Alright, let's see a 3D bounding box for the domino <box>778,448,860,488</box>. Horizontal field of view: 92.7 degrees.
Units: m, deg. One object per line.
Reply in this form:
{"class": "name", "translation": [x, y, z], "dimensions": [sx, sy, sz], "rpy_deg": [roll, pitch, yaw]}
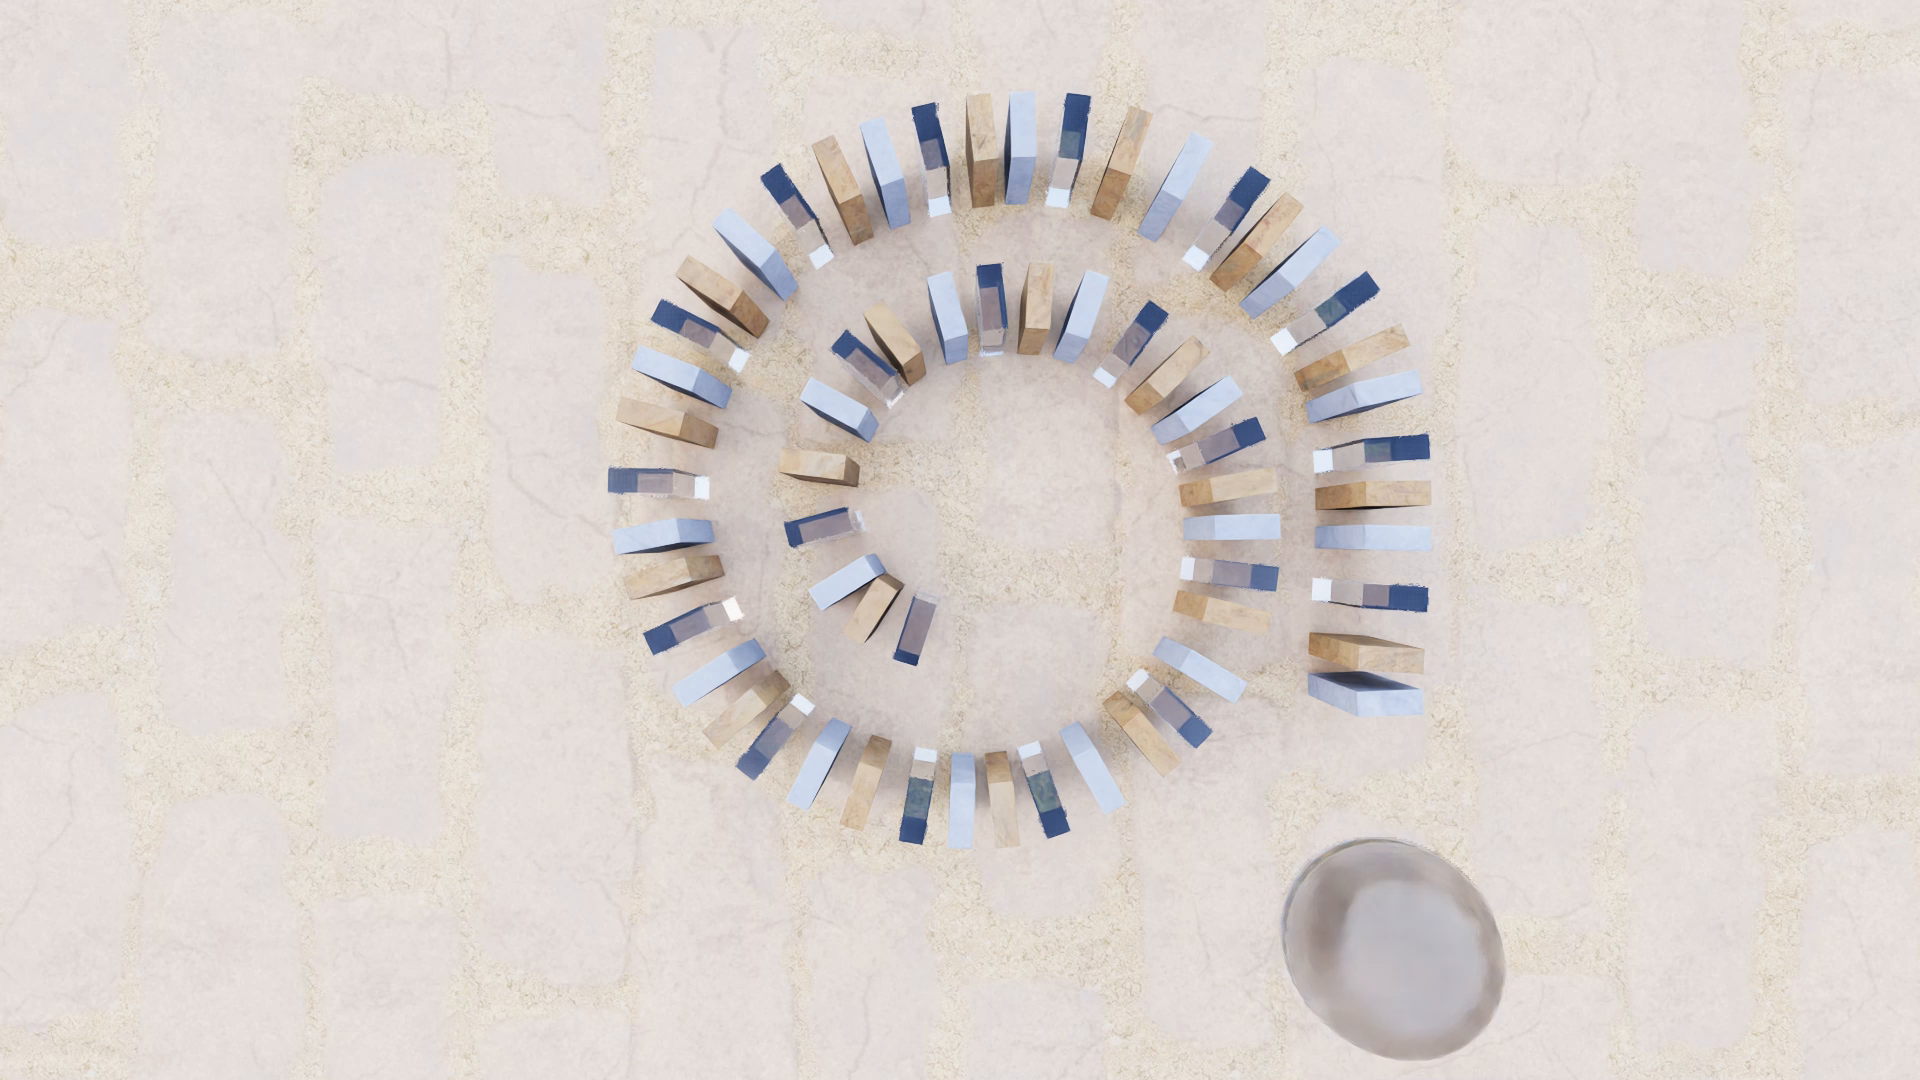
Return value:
{"class": "domino", "translation": [-0.056, -0.029, 0.375], "dimensions": [0.025, 0.050, 0.010], "rpy_deg": [7, 90, 0]}

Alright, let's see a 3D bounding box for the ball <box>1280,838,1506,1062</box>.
{"class": "ball", "translation": [0.168, 0.159, 0.360], "dimensions": [0.080, 0.080, 0.080], "rpy_deg": [0, 90, 0]}

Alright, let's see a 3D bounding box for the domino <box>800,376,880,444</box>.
{"class": "domino", "translation": [-0.048, -0.052, 0.375], "dimensions": [0.025, 0.050, 0.010], "rpy_deg": [28, 90, 0]}

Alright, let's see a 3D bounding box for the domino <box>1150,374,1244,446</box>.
{"class": "domino", "translation": [0.096, -0.052, 0.375], "dimensions": [0.025, 0.050, 0.009], "rpy_deg": [-35, 90, 0]}

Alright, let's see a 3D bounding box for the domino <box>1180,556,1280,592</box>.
{"class": "domino", "translation": [0.109, 0.014, 0.375], "dimensions": [0.025, 0.050, 0.010], "rpy_deg": [7, 90, 0]}

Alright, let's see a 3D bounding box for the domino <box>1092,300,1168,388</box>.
{"class": "domino", "translation": [0.069, -0.079, 0.375], "dimensions": [0.010, 0.050, 0.025], "rpy_deg": [36, 90, 0]}

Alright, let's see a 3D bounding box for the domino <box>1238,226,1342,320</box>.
{"class": "domino", "translation": [0.134, -0.108, 0.375], "dimensions": [0.025, 0.050, 0.009], "rpy_deg": [-45, 90, 0]}

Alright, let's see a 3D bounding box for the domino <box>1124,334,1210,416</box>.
{"class": "domino", "translation": [0.084, -0.066, 0.375], "dimensions": [0.025, 0.050, 0.010], "rpy_deg": [-45, 90, 0]}

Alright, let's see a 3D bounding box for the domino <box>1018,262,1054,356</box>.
{"class": "domino", "translation": [0.031, -0.093, 0.375], "dimensions": [0.009, 0.050, 0.025], "rpy_deg": [4, 90, 0]}

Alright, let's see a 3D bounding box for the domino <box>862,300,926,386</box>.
{"class": "domino", "translation": [-0.026, -0.080, 0.375], "dimensions": [0.010, 0.050, 0.025], "rpy_deg": [-37, 90, 0]}

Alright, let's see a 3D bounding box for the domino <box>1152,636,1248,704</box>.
{"class": "domino", "translation": [0.097, 0.052, 0.375], "dimensions": [0.025, 0.050, 0.010], "rpy_deg": [31, 90, 0]}

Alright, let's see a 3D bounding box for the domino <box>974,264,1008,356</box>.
{"class": "domino", "translation": [0.012, -0.093, 0.375], "dimensions": [0.010, 0.050, 0.025], "rpy_deg": [-6, 90, 0]}

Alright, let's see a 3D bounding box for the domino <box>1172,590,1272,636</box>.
{"class": "domino", "translation": [0.106, 0.029, 0.375], "dimensions": [0.025, 0.050, 0.009], "rpy_deg": [14, 90, 0]}

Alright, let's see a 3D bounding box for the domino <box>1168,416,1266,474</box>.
{"class": "domino", "translation": [0.104, -0.038, 0.375], "dimensions": [0.025, 0.050, 0.010], "rpy_deg": [-24, 90, 0]}

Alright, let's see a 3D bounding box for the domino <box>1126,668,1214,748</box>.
{"class": "domino", "translation": [0.085, 0.068, 0.375], "dimensions": [0.025, 0.050, 0.010], "rpy_deg": [44, 90, 0]}

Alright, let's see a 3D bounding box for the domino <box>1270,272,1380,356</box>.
{"class": "domino", "translation": [0.148, -0.092, 0.375], "dimensions": [0.025, 0.050, 0.010], "rpy_deg": [-36, 90, 0]}

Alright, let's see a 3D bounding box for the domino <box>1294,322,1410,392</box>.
{"class": "domino", "translation": [0.159, -0.074, 0.375], "dimensions": [0.025, 0.050, 0.009], "rpy_deg": [-24, 90, 0]}

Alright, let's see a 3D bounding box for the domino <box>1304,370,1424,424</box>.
{"class": "domino", "translation": [0.164, -0.058, 0.375], "dimensions": [0.025, 0.050, 0.009], "rpy_deg": [-12, 90, 0]}

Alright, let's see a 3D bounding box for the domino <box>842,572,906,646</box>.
{"class": "domino", "translation": [-0.035, 0.027, 0.375], "dimensions": [0.010, 0.050, 0.025], "rpy_deg": [33, 90, 0]}

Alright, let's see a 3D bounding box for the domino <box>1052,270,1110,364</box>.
{"class": "domino", "translation": [0.049, -0.090, 0.375], "dimensions": [0.009, 0.050, 0.025], "rpy_deg": [19, 90, 0]}

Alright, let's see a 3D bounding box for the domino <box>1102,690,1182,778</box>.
{"class": "domino", "translation": [0.073, 0.078, 0.375], "dimensions": [0.010, 0.050, 0.025], "rpy_deg": [-39, 90, 0]}

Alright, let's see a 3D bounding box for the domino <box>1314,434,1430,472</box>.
{"class": "domino", "translation": [0.167, -0.035, 0.375], "dimensions": [0.025, 0.050, 0.010], "rpy_deg": [-4, 90, 0]}

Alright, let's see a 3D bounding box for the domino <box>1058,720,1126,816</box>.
{"class": "domino", "translation": [0.053, 0.092, 0.375], "dimensions": [0.010, 0.050, 0.025], "rpy_deg": [-30, 90, 0]}

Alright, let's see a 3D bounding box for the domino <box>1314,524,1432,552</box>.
{"class": "domino", "translation": [0.167, -0.001, 0.375], "dimensions": [0.025, 0.050, 0.010], "rpy_deg": [2, 90, 0]}

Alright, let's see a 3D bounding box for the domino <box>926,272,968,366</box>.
{"class": "domino", "translation": [-0.005, -0.090, 0.375], "dimensions": [0.009, 0.050, 0.025], "rpy_deg": [-16, 90, 0]}

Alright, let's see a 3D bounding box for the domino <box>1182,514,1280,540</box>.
{"class": "domino", "translation": [0.110, -0.005, 0.375], "dimensions": [0.025, 0.050, 0.009], "rpy_deg": [-1, 90, 0]}

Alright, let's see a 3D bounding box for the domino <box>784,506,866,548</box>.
{"class": "domino", "translation": [-0.054, -0.005, 0.375], "dimensions": [0.025, 0.050, 0.010], "rpy_deg": [-15, 90, 0]}

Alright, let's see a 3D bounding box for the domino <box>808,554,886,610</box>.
{"class": "domino", "translation": [-0.045, 0.017, 0.375], "dimensions": [0.025, 0.050, 0.009], "rpy_deg": [-32, 90, 0]}

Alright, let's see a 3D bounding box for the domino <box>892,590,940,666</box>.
{"class": "domino", "translation": [-0.017, 0.035, 0.375], "dimensions": [0.009, 0.050, 0.025], "rpy_deg": [18, 90, 0]}

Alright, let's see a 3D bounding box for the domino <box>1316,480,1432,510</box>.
{"class": "domino", "translation": [0.168, -0.018, 0.375], "dimensions": [0.025, 0.050, 0.009], "rpy_deg": [-1, 90, 0]}

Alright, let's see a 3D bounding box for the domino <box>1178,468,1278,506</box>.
{"class": "domino", "translation": [0.108, -0.021, 0.375], "dimensions": [0.025, 0.050, 0.009], "rpy_deg": [-9, 90, 0]}

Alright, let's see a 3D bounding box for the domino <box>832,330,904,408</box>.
{"class": "domino", "translation": [-0.037, -0.069, 0.375], "dimensions": [0.025, 0.050, 0.009], "rpy_deg": [40, 90, 0]}
